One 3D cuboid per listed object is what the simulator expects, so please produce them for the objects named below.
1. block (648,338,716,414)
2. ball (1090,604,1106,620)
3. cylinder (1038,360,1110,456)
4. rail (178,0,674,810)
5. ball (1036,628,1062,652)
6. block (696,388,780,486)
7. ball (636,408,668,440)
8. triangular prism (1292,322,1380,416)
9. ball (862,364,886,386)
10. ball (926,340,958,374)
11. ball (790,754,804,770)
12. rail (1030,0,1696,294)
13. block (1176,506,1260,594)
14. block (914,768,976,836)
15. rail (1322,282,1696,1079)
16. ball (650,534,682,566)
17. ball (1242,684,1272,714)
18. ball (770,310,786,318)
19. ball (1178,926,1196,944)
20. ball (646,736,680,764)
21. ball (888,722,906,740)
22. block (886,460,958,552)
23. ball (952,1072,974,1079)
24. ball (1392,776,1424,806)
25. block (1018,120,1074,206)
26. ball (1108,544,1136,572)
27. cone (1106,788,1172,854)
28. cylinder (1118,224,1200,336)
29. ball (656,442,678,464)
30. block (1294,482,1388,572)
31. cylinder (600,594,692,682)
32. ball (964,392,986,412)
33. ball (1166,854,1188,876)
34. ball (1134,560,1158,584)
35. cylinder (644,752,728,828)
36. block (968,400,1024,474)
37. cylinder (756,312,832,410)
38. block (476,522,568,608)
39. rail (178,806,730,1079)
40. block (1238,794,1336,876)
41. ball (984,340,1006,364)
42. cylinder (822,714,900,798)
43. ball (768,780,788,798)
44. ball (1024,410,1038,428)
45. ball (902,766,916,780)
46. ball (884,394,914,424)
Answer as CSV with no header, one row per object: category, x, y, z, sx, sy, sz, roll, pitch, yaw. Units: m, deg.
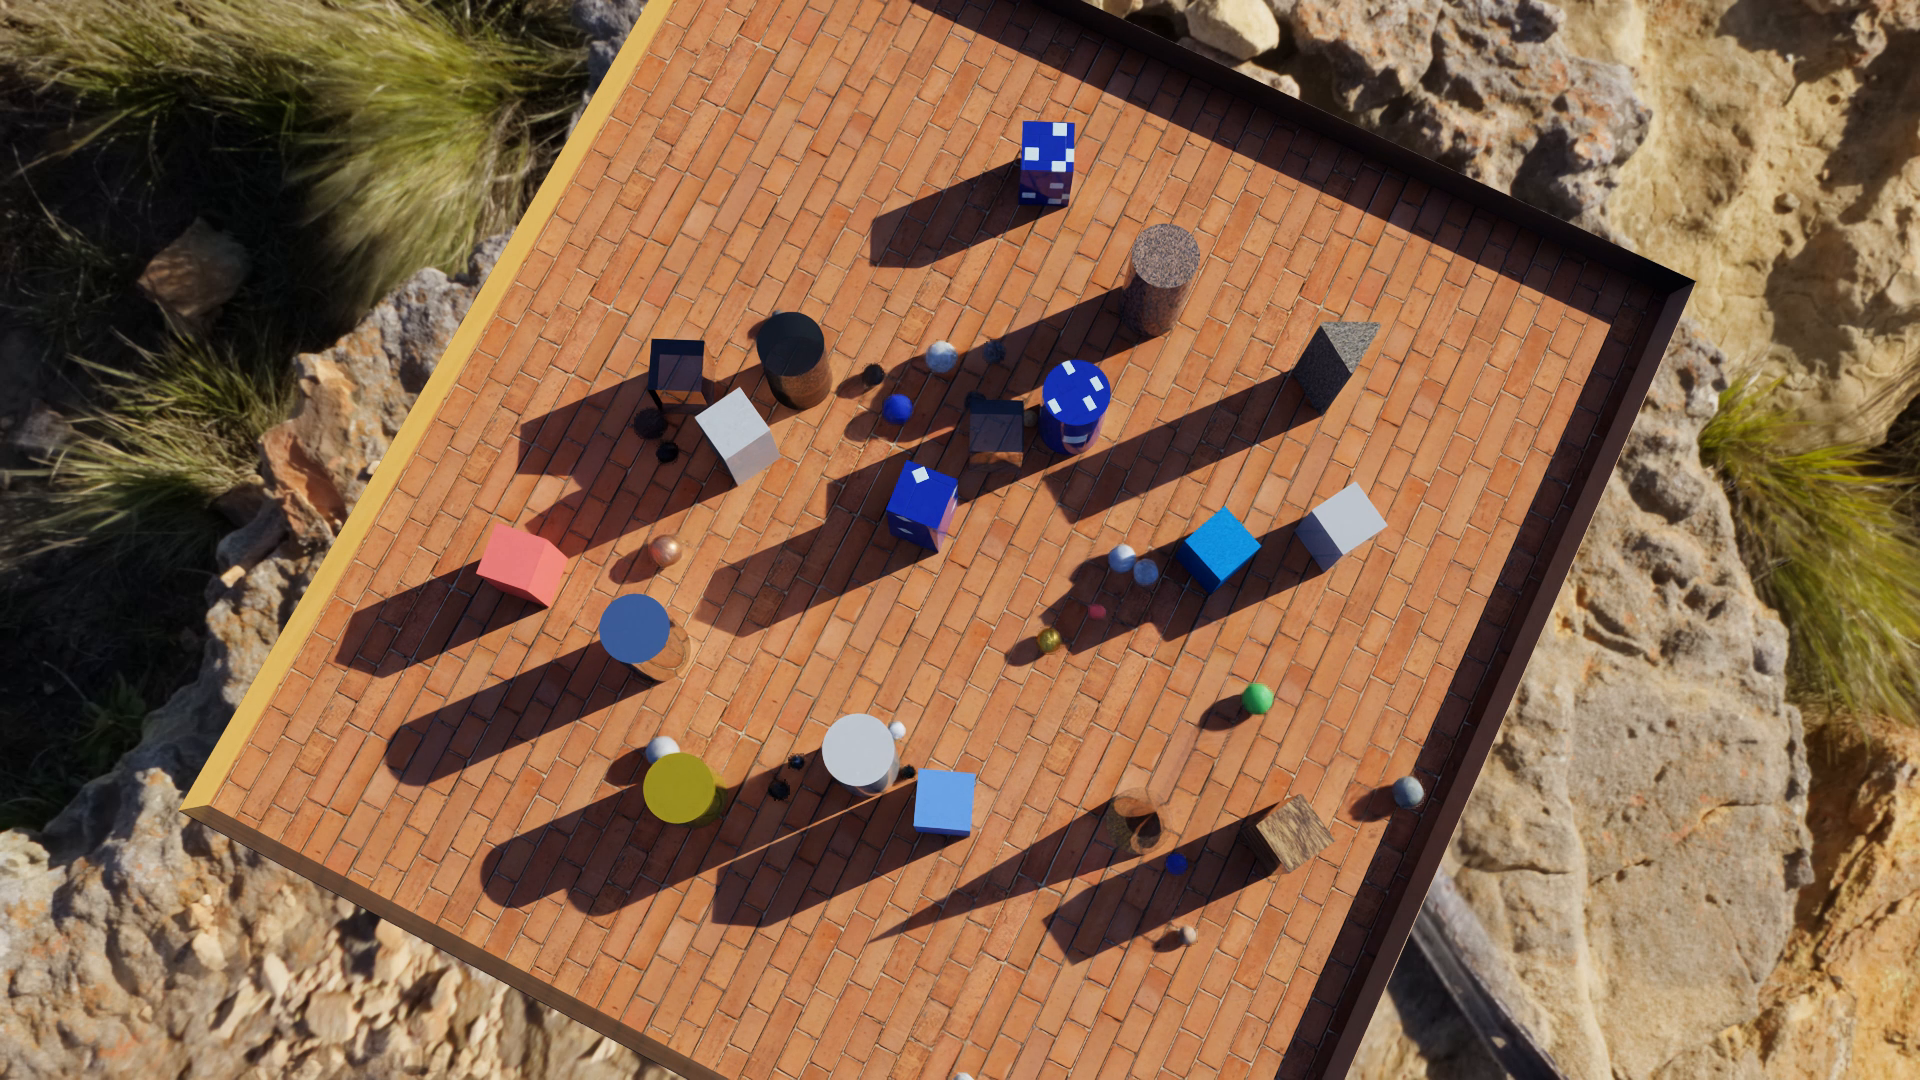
block,-0.846,-0.495,5.587,0.159,0.259,0.159,2,78,0
ball,0.416,0.218,5.546,0.050,0.050,0.050,0,78,0
cylinder,0.341,-0.395,5.519,0.199,0.352,0.199,0,78,0
rail,-1.473,-0.714,5.697,0.045,0.129,3.480,26,80,5
ball,0.269,0.302,5.516,0.076,0.076,0.076,0,78,0
block,-0.665,-0.307,5.512,0.159,0.329,0.159,-35,80,-7
ball,-0.950,-0.357,5.641,0.096,0.096,0.096,0,78,0
triangular prism,1.103,-0.542,5.495,0.149,0.458,0.172,30,80,6
ball,-0.267,-0.512,5.688,0.068,0.068,0.068,0,78,0
ball,-0.057,-0.568,5.684,0.099,0.099,0.099,0,78,0
ball,-0.484,0.662,5.457,0.045,0.045,0.045,0,78,0
rail,0.768,-1.496,5.859,3.342,0.129,0.045,26,80,5
block,0.770,0.035,5.484,0.159,0.246,0.159,-40,81,-8
block,-0.043,0.759,5.280,0.159,0.352,0.159,5,78,1
rail,1.473,0.728,5.399,0.045,0.129,3.480,26,80,5
ball,-0.891,0.030,5.560,0.100,0.100,0.100,0,78,0
ball,0.887,0.476,5.471,0.091,0.091,0.091,0,78,0
ball,-0.563,-0.691,5.730,0.058,0.058,0.058,0,78,0
ball,0.663,1.153,5.350,0.054,0.054,0.054,0,78,0
ball,-0.881,0.631,5.436,0.099,0.099,0.099,0,78,0
ball,-0.189,0.569,5.471,0.054,0.054,0.054,0,78,0
block,-0.110,-0.096,5.459,0.159,0.348,0.159,21,79,4
ball,0.009,1.565,5.256,0.072,0.072,0.072,0,78,0
ball,1.323,0.744,5.417,0.090,0.090,0.090,0,78,0
block,0.268,-1.172,5.718,0.159,0.277,0.159,2,78,0
ball,0.492,0.055,5.562,0.085,0.085,0.085,0,78,0
cone,0.533,0.786,5.207,0.199,0.483,0.199,0,78,0
cylinder,0.598,-0.780,5.546,0.199,0.455,0.199,0,78,0
ball,-0.902,-0.267,5.639,0.066,0.066,0.066,0,78,0
block,1.135,-0.035,5.478,0.159,0.286,0.159,-33,80,-6
cylinder,-0.913,0.290,5.345,0.199,0.414,0.199,0,78,0
ball,0.048,-0.425,5.669,0.070,0.070,0.070,0,78,0
ball,0.638,0.955,5.387,0.062,0.062,0.062,0,78,0
ball,0.563,0.097,5.557,0.077,0.077,0.077,0,78,0
cylinder,-0.792,0.729,5.309,0.199,0.307,0.199,0,78,0
block,0.109,-0.312,5.549,0.159,0.259,0.159,1,78,0
cylinder,-0.497,-0.538,5.546,0.199,0.357,0.199,0,78,0
block,-1.299,0.077,5.453,0.159,0.289,0.159,18,79,4
rail,-0.768,1.510,5.237,3.342,0.129,0.045,26,80,5
block,0.934,0.850,5.266,0.159,0.343,0.159,-34,80,-7
ball,0.110,-0.585,5.702,0.069,0.069,0.069,0,78,0
cylinder,-0.279,0.622,5.252,0.199,0.461,0.199,0,78,0
ball,-0.540,0.740,5.435,0.056,0.056,0.056,0,78,0
ball,0.215,-0.375,5.667,0.053,0.053,0.053,0,78,0
ball,-0.153,0.691,5.452,0.042,0.042,0.042,0,78,0
ball,-0.190,-0.404,5.652,0.094,0.094,0.094,0,78,0
